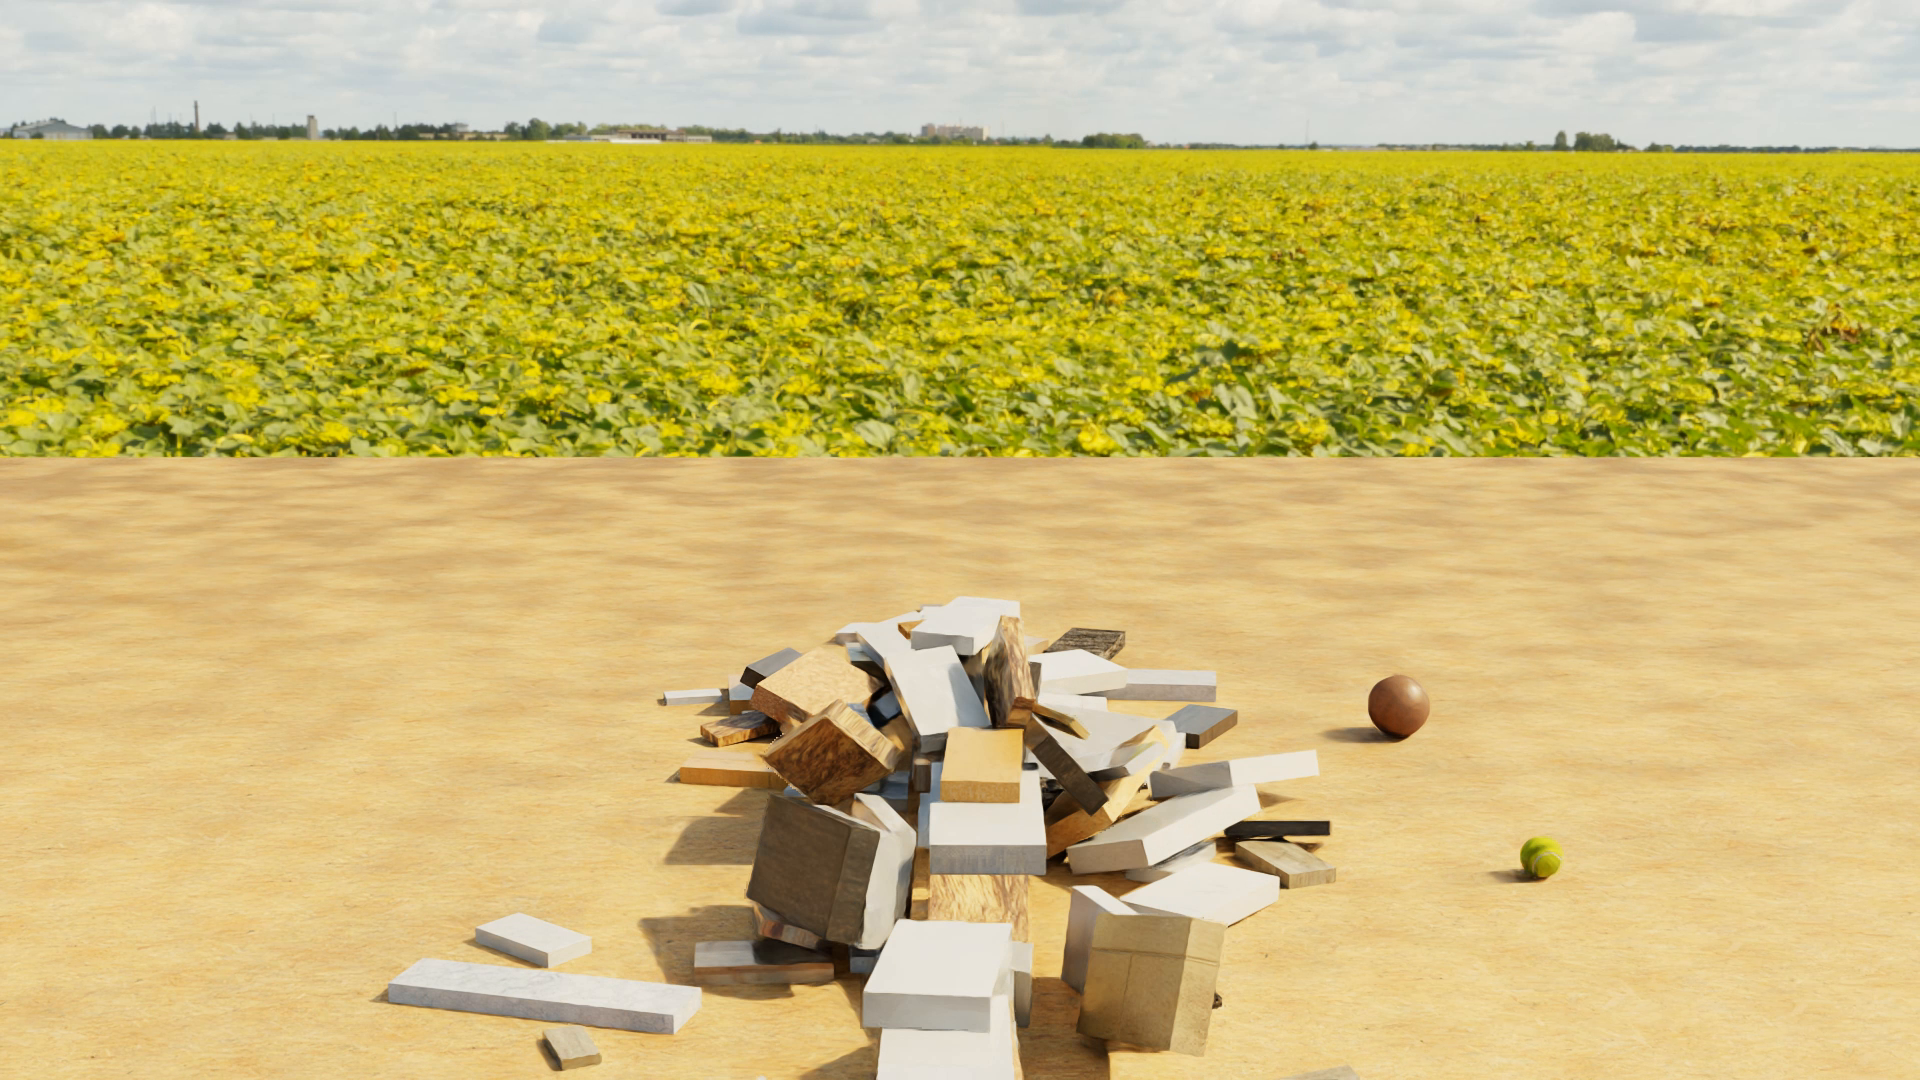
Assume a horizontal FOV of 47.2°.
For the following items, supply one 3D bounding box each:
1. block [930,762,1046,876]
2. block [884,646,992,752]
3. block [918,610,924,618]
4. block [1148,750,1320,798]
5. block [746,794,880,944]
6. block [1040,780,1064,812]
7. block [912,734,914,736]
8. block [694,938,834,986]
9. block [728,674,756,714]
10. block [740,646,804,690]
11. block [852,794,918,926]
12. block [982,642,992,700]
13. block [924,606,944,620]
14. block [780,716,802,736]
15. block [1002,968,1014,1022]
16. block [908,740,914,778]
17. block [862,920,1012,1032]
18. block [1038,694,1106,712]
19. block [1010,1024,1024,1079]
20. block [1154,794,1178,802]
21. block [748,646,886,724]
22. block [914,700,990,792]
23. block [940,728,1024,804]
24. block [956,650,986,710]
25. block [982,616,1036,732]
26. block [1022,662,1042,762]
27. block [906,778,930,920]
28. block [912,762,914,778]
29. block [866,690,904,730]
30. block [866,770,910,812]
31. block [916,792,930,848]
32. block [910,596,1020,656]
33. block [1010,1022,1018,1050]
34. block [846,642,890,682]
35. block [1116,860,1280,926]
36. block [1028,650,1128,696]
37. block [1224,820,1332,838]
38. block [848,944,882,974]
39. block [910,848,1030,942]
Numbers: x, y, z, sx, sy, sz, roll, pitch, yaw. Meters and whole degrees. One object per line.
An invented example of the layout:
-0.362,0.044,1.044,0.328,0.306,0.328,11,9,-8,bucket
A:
0.042,0.443,3.527,0.178,0.050,0.356,0,15,0,block
-0.041,0.279,3.892,0.126,0.036,0.266,-8,30,-13,block
0.000,0.211,5.558,0.207,0.029,0.103,10,10,16,block
0.513,0.435,4.092,0.169,0.048,0.337,-13,-9,35,block
-0.228,0.499,3.365,0.048,0.168,0.336,15,-4,-25,block
0.168,0.486,4.165,0.079,0.022,0.158,0,11,-2,block
0.017,0.376,4.473,0.207,0.029,0.103,-24,39,-18,block
-0.297,0.638,3.329,0.207,0.029,0.103,-1,11,-5,block
-0.458,0.343,4.910,0.116,0.033,0.231,-1,11,-7,block
-0.377,0.307,4.891,0.135,0.038,0.271,28,13,11,block
-0.132,0.510,3.522,0.043,0.150,0.301,8,2,-14,block
0.018,0.220,4.149,0.124,0.035,0.248,2,27,5,block
0.007,0.203,4.330,0.156,0.044,0.311,0,17,-1,block
-0.288,0.415,4.375,0.111,0.031,0.221,30,2,-17,block
-0.001,0.626,2.903,0.145,0.041,0.291,0,-27,2,block
-0.002,0.393,4.199,0.174,0.049,0.347,1,33,3,block
-0.022,0.521,2.647,0.147,0.042,0.293,1,6,6,block
0.198,0.363,4.530,0.207,0.029,0.104,4,38,0,block
-0.008,0.611,2.595,0.145,0.041,0.291,0,7,-3,block
0.430,0.485,4.190,0.115,0.016,0.058,3,10,15,block
-0.302,0.331,4.732,0.179,0.051,0.357,28,17,11,block
0.002,0.355,3.931,0.172,0.049,0.344,-1,17,-1,block
0.039,0.370,3.632,0.126,0.036,0.252,1,15,3,block
-0.019,0.267,3.985,0.124,0.035,0.248,-1,29,0,block
0.085,0.255,3.859,0.036,0.126,0.252,11,29,-12,block
0.067,0.351,4.349,0.156,0.044,0.311,4,36,7,block
-0.003,0.514,3.683,0.172,0.049,0.344,0,27,0,block
0.000,0.441,4.022,0.174,0.049,0.347,0,30,2,block
-0.100,0.316,4.574,0.311,0.044,0.156,-32,-6,-42,block
-0.123,0.479,4.200,0.087,0.025,0.175,2,11,11,block
0.019,0.529,3.544,0.178,0.050,0.356,0,27,1,block
0.012,0.159,4.135,0.124,0.035,0.248,5,15,21,block
-0.001,0.650,2.705,0.145,0.041,0.291,0,2,0,block
-0.081,0.280,5.110,0.357,0.051,0.179,-1,11,-7,block
0.387,0.582,3.556,0.143,0.041,0.286,7,10,34,block
0.212,0.296,4.839,0.299,0.042,0.149,-4,18,-42,block
0.565,0.513,3.900,0.183,0.026,0.091,-2,-10,12,block
-0.128,0.625,3.406,0.087,0.025,0.174,-2,11,-3,block
0.015,0.585,3.311,0.178,0.050,0.356,1,25,2,block
